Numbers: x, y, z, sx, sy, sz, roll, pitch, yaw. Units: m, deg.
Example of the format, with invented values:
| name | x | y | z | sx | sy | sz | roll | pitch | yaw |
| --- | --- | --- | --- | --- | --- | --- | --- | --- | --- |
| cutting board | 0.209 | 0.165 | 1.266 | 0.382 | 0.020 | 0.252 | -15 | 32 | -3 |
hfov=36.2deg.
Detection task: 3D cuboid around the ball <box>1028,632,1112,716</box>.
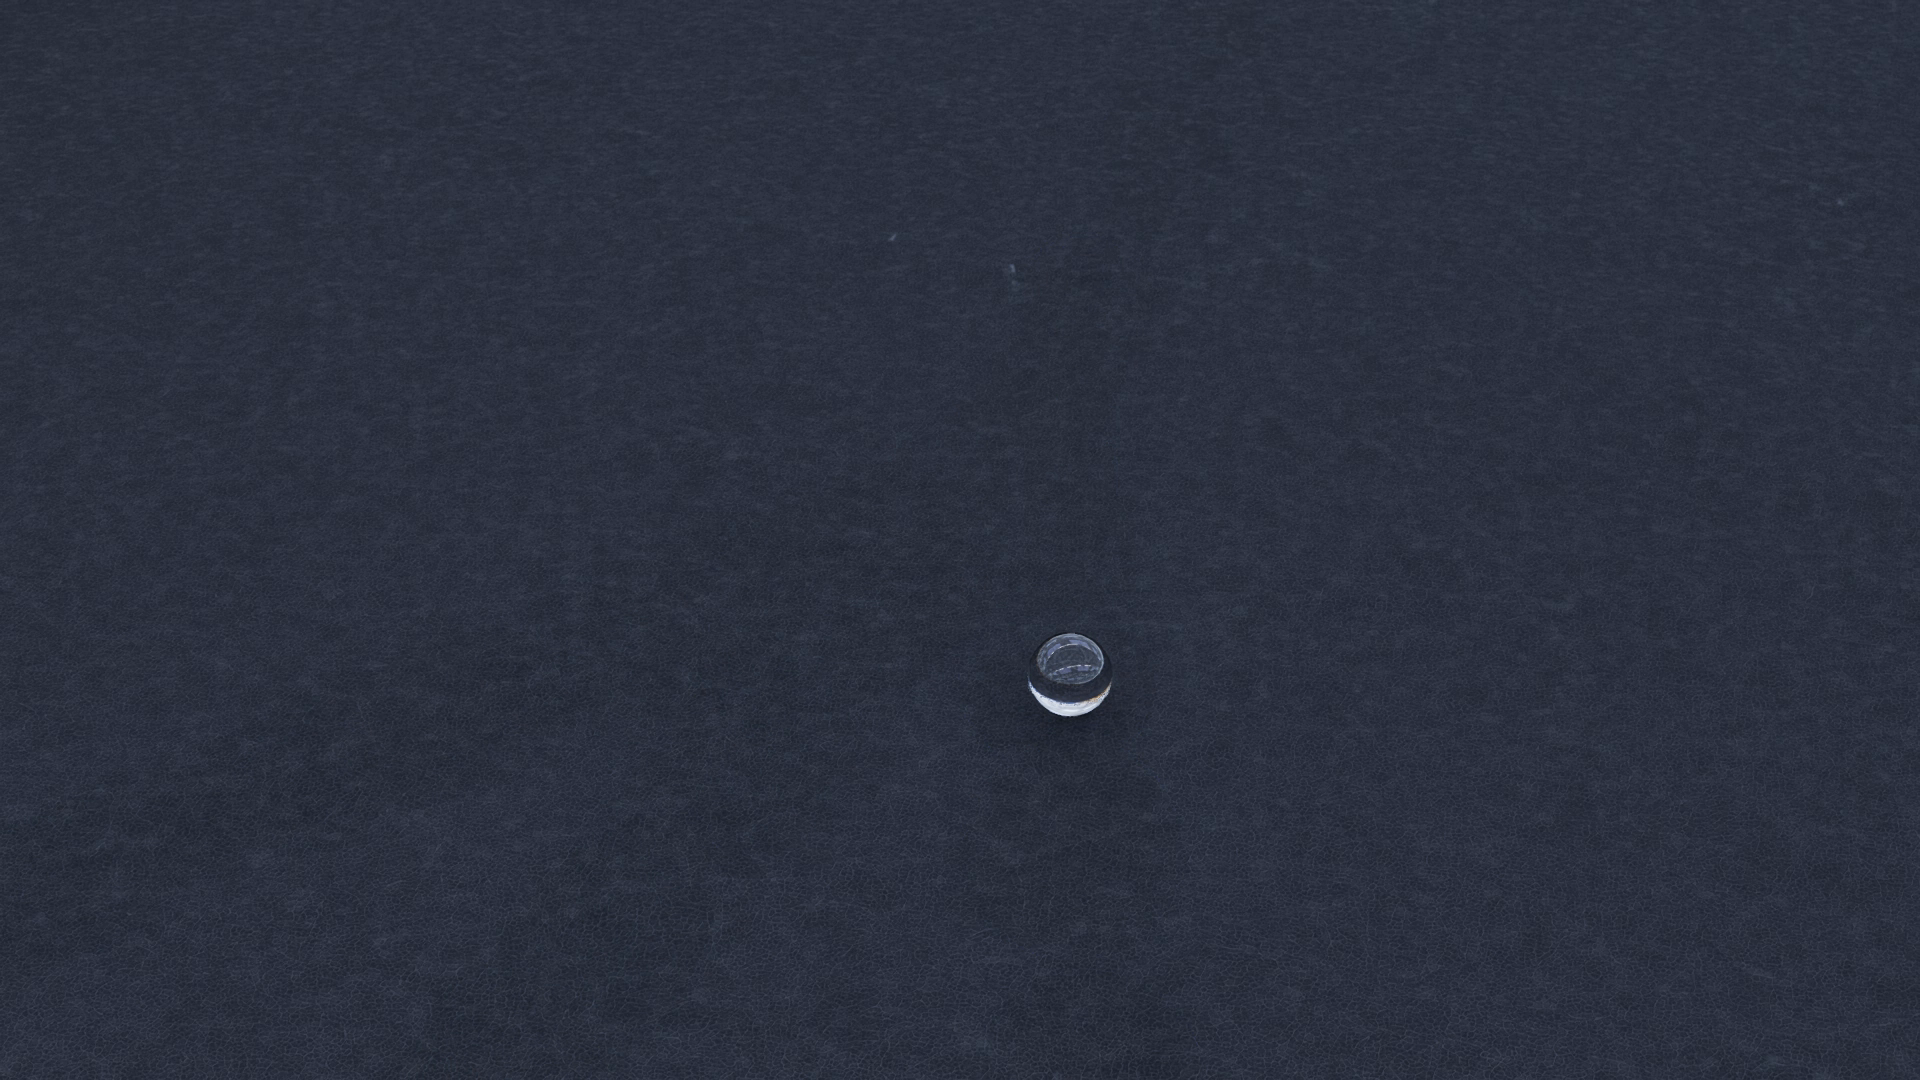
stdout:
| name | x | y | z | sx | sy | sz | roll | pitch | yaw |
| --- | --- | --- | --- | --- | --- | --- | --- | --- | --- |
| ball | 0.057 | 0.069 | 1.521 | 0.044 | 0.044 | 0.044 | 0 | 30 | 0 |
